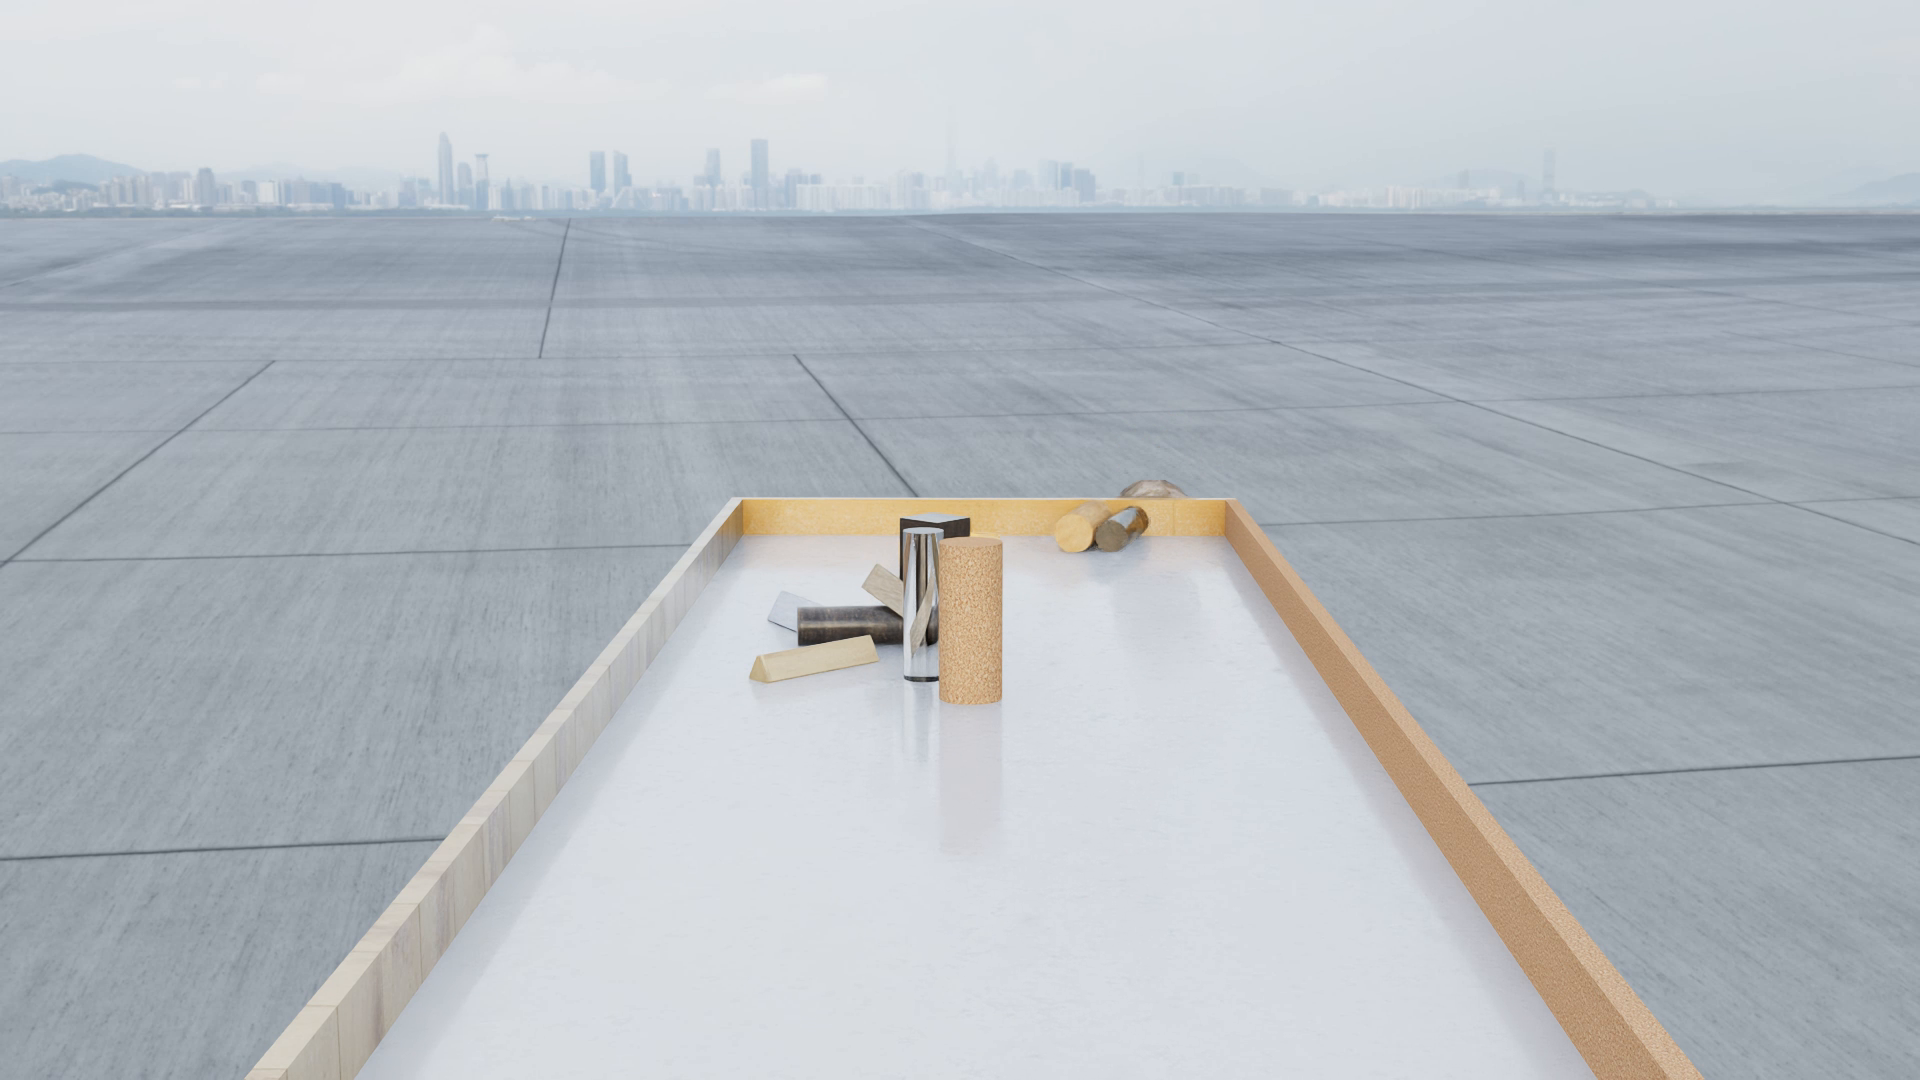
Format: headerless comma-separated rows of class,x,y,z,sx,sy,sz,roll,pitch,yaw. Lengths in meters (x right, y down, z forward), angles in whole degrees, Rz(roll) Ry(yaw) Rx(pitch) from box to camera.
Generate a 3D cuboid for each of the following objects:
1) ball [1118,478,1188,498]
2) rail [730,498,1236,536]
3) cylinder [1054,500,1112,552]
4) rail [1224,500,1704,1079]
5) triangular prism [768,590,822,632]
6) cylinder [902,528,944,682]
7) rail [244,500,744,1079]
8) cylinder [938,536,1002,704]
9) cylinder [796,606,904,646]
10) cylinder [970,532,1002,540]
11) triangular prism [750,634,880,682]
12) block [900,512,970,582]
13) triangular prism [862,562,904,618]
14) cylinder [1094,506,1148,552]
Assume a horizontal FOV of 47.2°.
ball,0.828,-0.076,9.431,0.371,0.371,0.371,0,9,0
rail,0.099,-0.098,9.147,2.100,0.150,0.050,0,9,1
cylinder,0.501,-0.057,8.877,0.155,0.155,0.414,2,9,15
rail,1.046,0.843,3.208,0.050,0.150,12.000,0,9,1
triangular prism,-0.516,0.236,7.195,0.111,0.096,0.318,-5,10,-29
cylinder,-0.106,0.189,6.421,0.119,0.438,0.119,0,9,0
rail,-1.004,0.839,3.234,0.050,0.150,12.000,0,9,1
cylinder,0.030,0.225,6.169,0.179,0.445,0.179,0,9,0
cylinder,-0.341,0.268,6.928,0.342,0.122,0.122,-1,9,-6
cylinder,-0.002,0.020,8.557,0.312,0.101,0.101,3,10,20
triangular prism,-0.432,0.349,6.553,0.434,0.075,0.087,-8,12,-43
block,-0.080,0.120,7.006,0.159,0.388,0.159,8,12,40
triangular prism,-0.120,0.211,6.854,0.429,0.079,0.091,35,33,30
cylinder,0.656,-0.047,8.891,0.130,0.130,0.431,3,9,16
